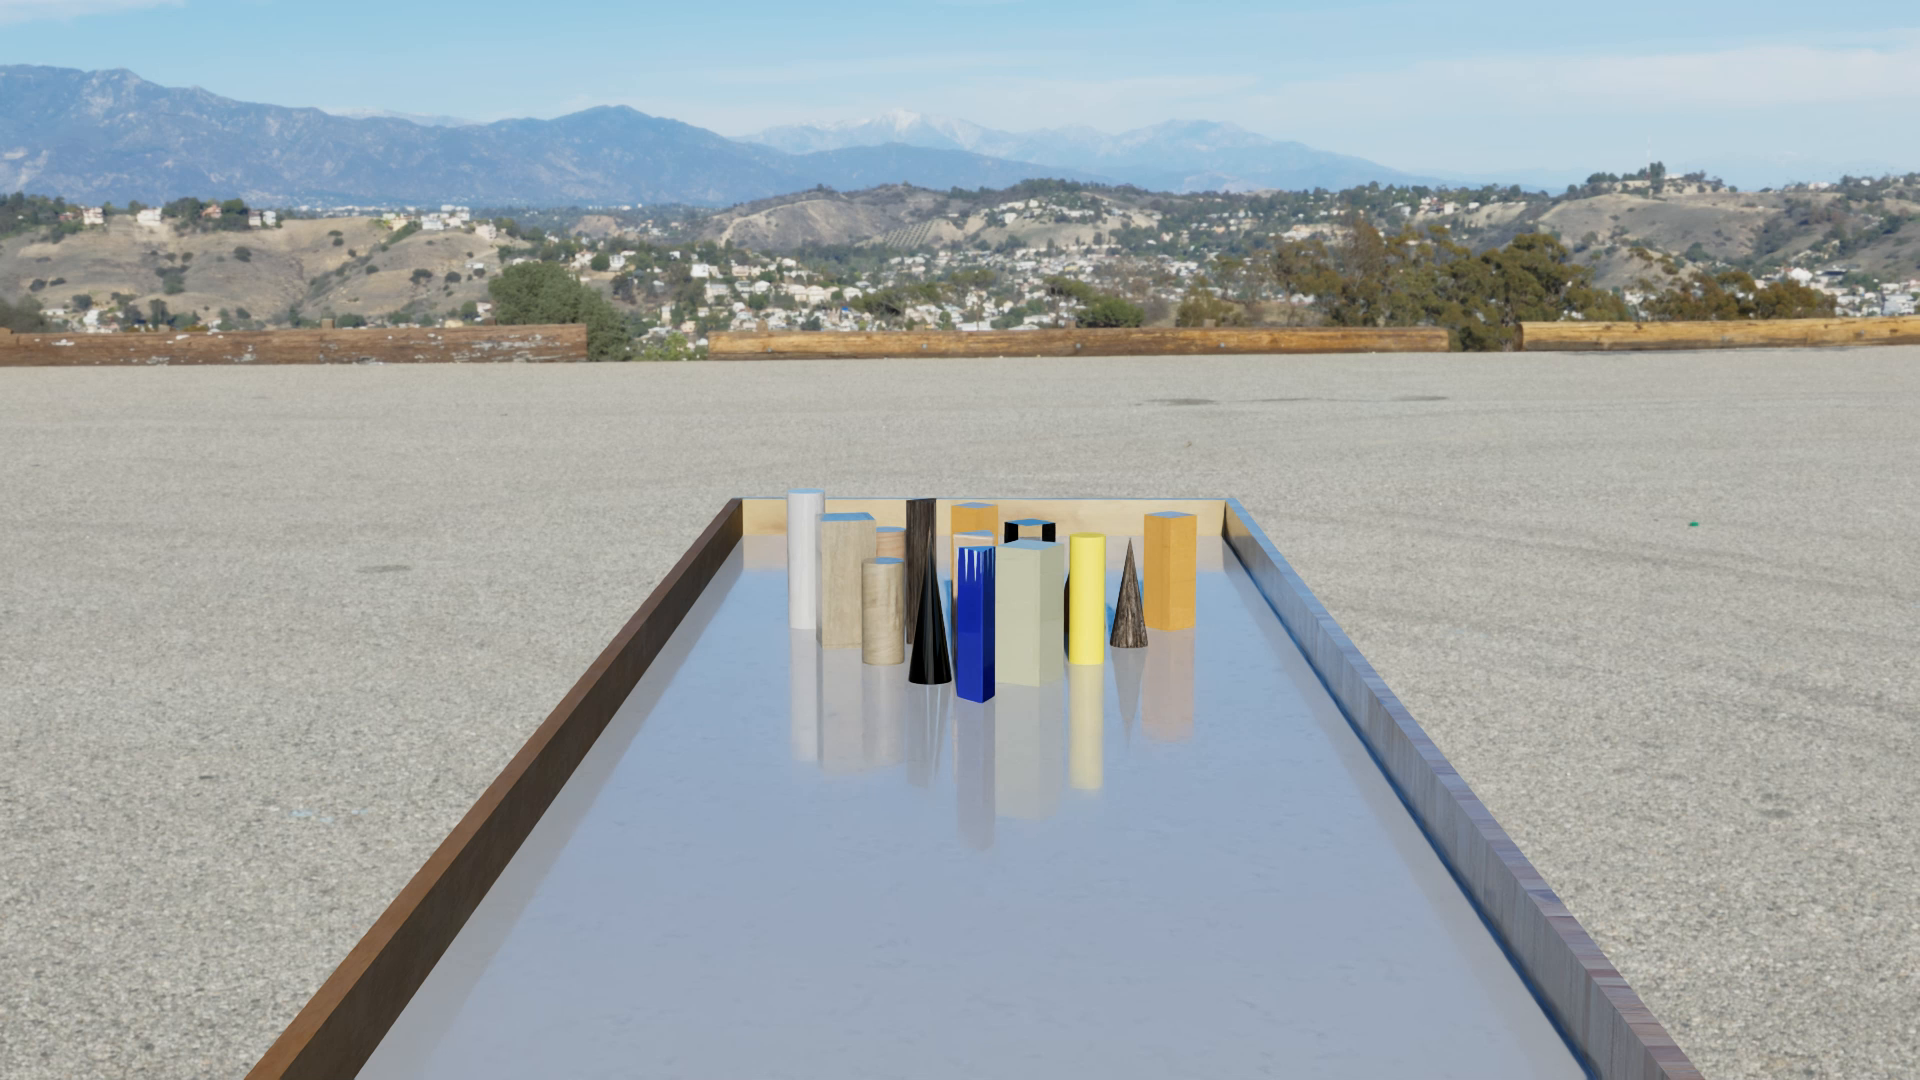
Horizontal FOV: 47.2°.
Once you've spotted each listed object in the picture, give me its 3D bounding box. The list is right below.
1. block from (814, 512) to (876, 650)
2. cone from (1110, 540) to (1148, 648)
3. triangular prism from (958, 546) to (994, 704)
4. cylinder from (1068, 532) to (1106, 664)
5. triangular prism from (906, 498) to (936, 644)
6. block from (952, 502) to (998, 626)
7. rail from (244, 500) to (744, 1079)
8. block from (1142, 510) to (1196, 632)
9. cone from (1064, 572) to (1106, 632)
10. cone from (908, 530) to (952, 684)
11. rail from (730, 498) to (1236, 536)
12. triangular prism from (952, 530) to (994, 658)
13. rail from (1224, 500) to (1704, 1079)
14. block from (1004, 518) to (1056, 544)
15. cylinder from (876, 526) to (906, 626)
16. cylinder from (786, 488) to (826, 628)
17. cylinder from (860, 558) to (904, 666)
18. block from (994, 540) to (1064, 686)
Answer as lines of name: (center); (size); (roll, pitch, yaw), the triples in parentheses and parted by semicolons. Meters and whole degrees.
block: (-0.360, 0.126, 6.924); (0.171, 0.403, 0.171); (-2, 9, -11)
cone: (0.533, 0.157, 6.906); (0.122, 0.348, 0.122); (0, 9, 0)
triangular prism: (0.062, 0.233, 6.171); (0.092, 0.428, 0.106); (-7, 12, -39)
cylinder: (0.385, 0.177, 6.659); (0.109, 0.387, 0.109); (0, 9, 0)
triangular prism: (-0.100, 0.099, 6.924); (0.106, 0.457, 0.092); (5, 10, 30)
block: (0.048, 0.084, 7.208); (0.109, 0.399, 0.109); (8, 12, 40)
rail: (-1.004, 0.839, 3.234); (0.050, 0.150, 12.000); (0, 9, 1)
block: (0.686, 0.100, 7.191); (0.121, 0.371, 0.121); (-8, 12, -40)
cone: (0.390, 0.137, 7.173); (0.176, 0.304, 0.176); (0, 9, 0)
cone: (-0.088, 0.184, 6.396); (0.130, 0.454, 0.130); (0, 9, 0)
rail: (0.099, -0.098, 9.147); (2.100, 0.150, 0.050); (0, 9, 1)
triangular prism: (0.063, 0.167, 6.724); (0.135, 0.385, 0.117); (4, 10, 23)
rail: (1.046, 0.843, 3.208); (0.050, 0.150, 12.000); (0, 9, 1)
block: (0.220, 0.134, 6.940); (0.115, 0.383, 0.115); (-7, 11, -38)
cylinder: (-0.238, 0.122, 7.228); (0.125, 0.318, 0.125); (0, 9, 0)
cylinder: (-0.503, 0.060, 7.208); (0.126, 0.445, 0.126); (0, 9, 0)
cylinder: (-0.233, 0.215, 6.659); (0.131, 0.310, 0.131); (0, 9, 0)
block: (0.203, 0.211, 6.405); (0.147, 0.399, 0.147); (5, 10, 30)
